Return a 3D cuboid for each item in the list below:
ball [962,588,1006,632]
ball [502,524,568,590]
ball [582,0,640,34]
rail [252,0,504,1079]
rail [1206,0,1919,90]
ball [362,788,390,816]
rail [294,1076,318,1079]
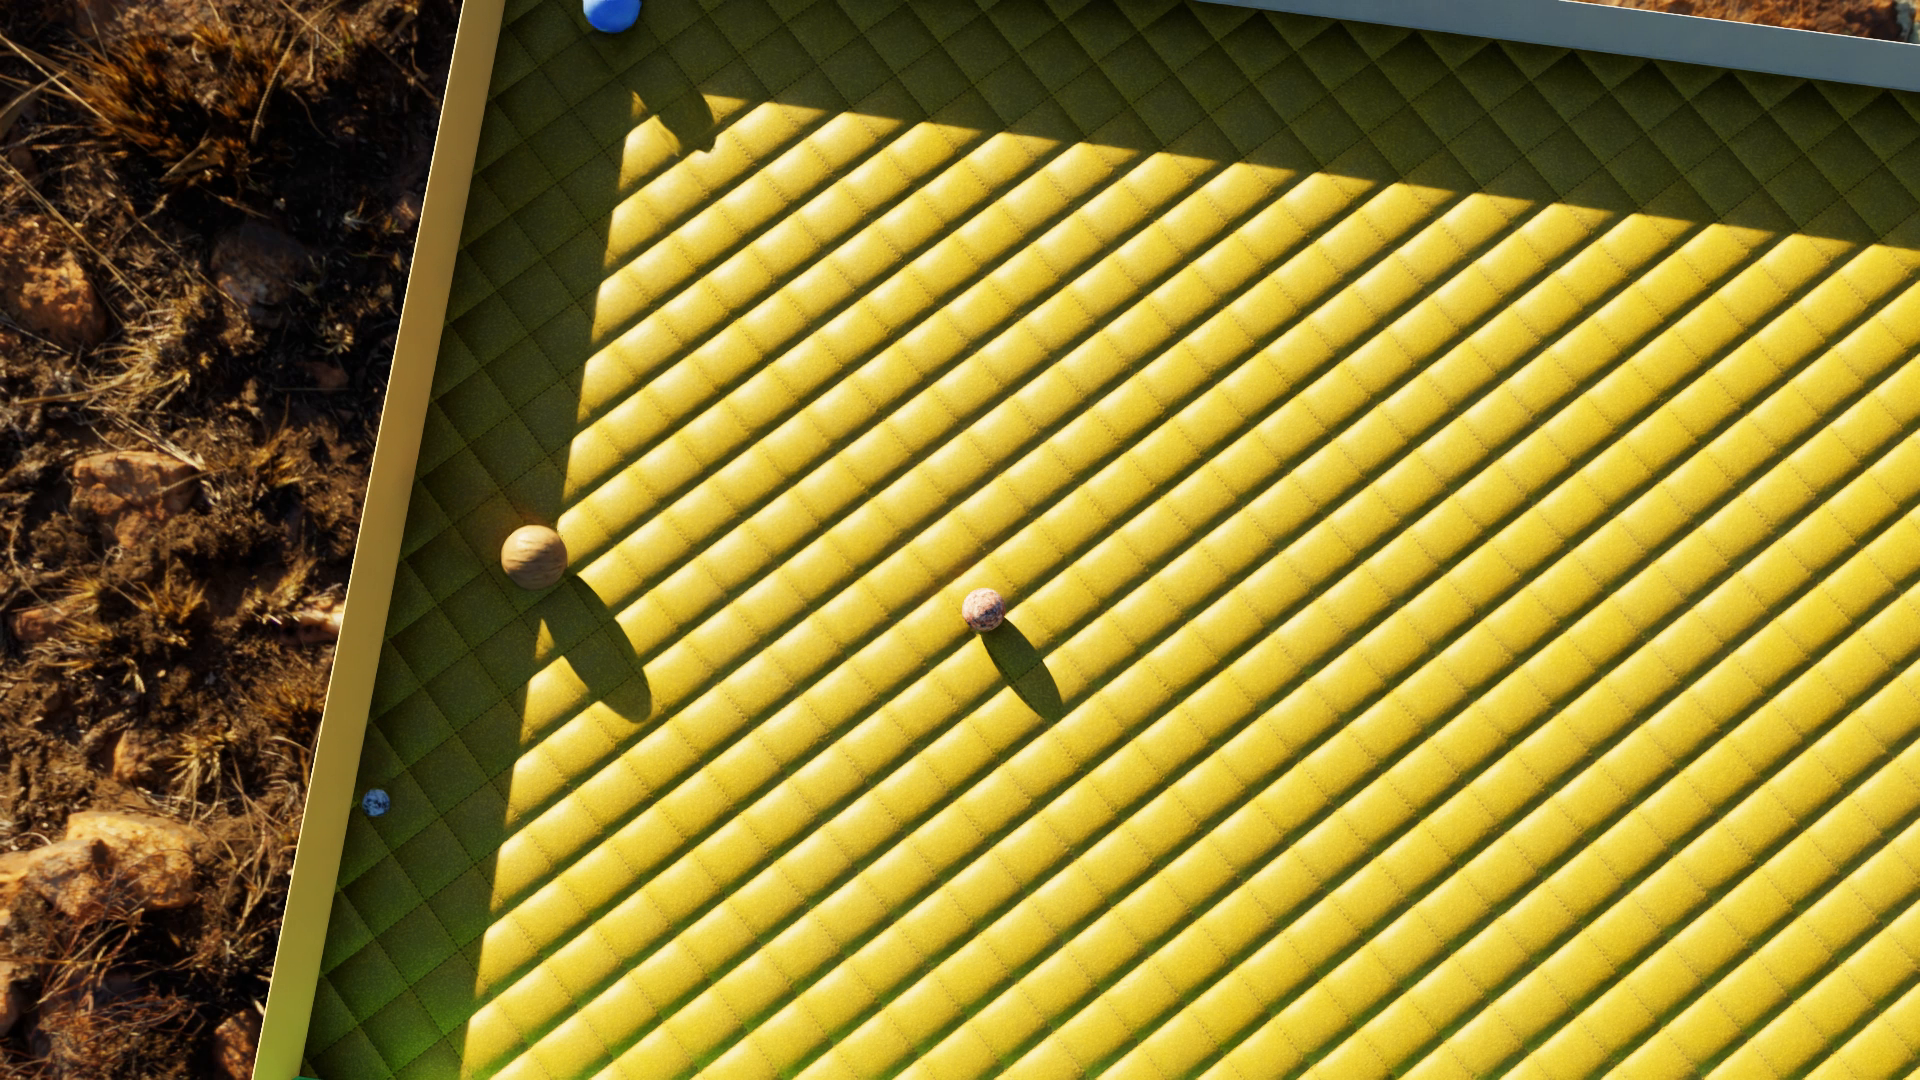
[{"bbox_3d":[0.036,0.104,3.284,0.065,0.065,0.065,0,78,0],"label":"ball"},{"bbox_3d":[-0.636,0.026,3.284,0.097,0.097,0.097,0,78,0],"label":"ball"},{"bbox_3d":[-0.549,-0.846,3.468,0.091,0.091,0.091,0,78,0],"label":"ball"},{"bbox_3d":[-0.838,-0.118,3.298,0.045,0.126,1.896,8,78,2],"label":"rail"},{"bbox_3d":[0.986,-0.788,3.437,3.477,0.126,0.045,8,78,2],"label":"rail"},{"bbox_3d":[-0.860,0.386,3.238,0.040,0.040,0.040,0,78,0],"label":"ball"},{"bbox_3d":[0.736,1.005,3.065,3.477,0.126,0.045,8,78,2],"label":"rail"}]
